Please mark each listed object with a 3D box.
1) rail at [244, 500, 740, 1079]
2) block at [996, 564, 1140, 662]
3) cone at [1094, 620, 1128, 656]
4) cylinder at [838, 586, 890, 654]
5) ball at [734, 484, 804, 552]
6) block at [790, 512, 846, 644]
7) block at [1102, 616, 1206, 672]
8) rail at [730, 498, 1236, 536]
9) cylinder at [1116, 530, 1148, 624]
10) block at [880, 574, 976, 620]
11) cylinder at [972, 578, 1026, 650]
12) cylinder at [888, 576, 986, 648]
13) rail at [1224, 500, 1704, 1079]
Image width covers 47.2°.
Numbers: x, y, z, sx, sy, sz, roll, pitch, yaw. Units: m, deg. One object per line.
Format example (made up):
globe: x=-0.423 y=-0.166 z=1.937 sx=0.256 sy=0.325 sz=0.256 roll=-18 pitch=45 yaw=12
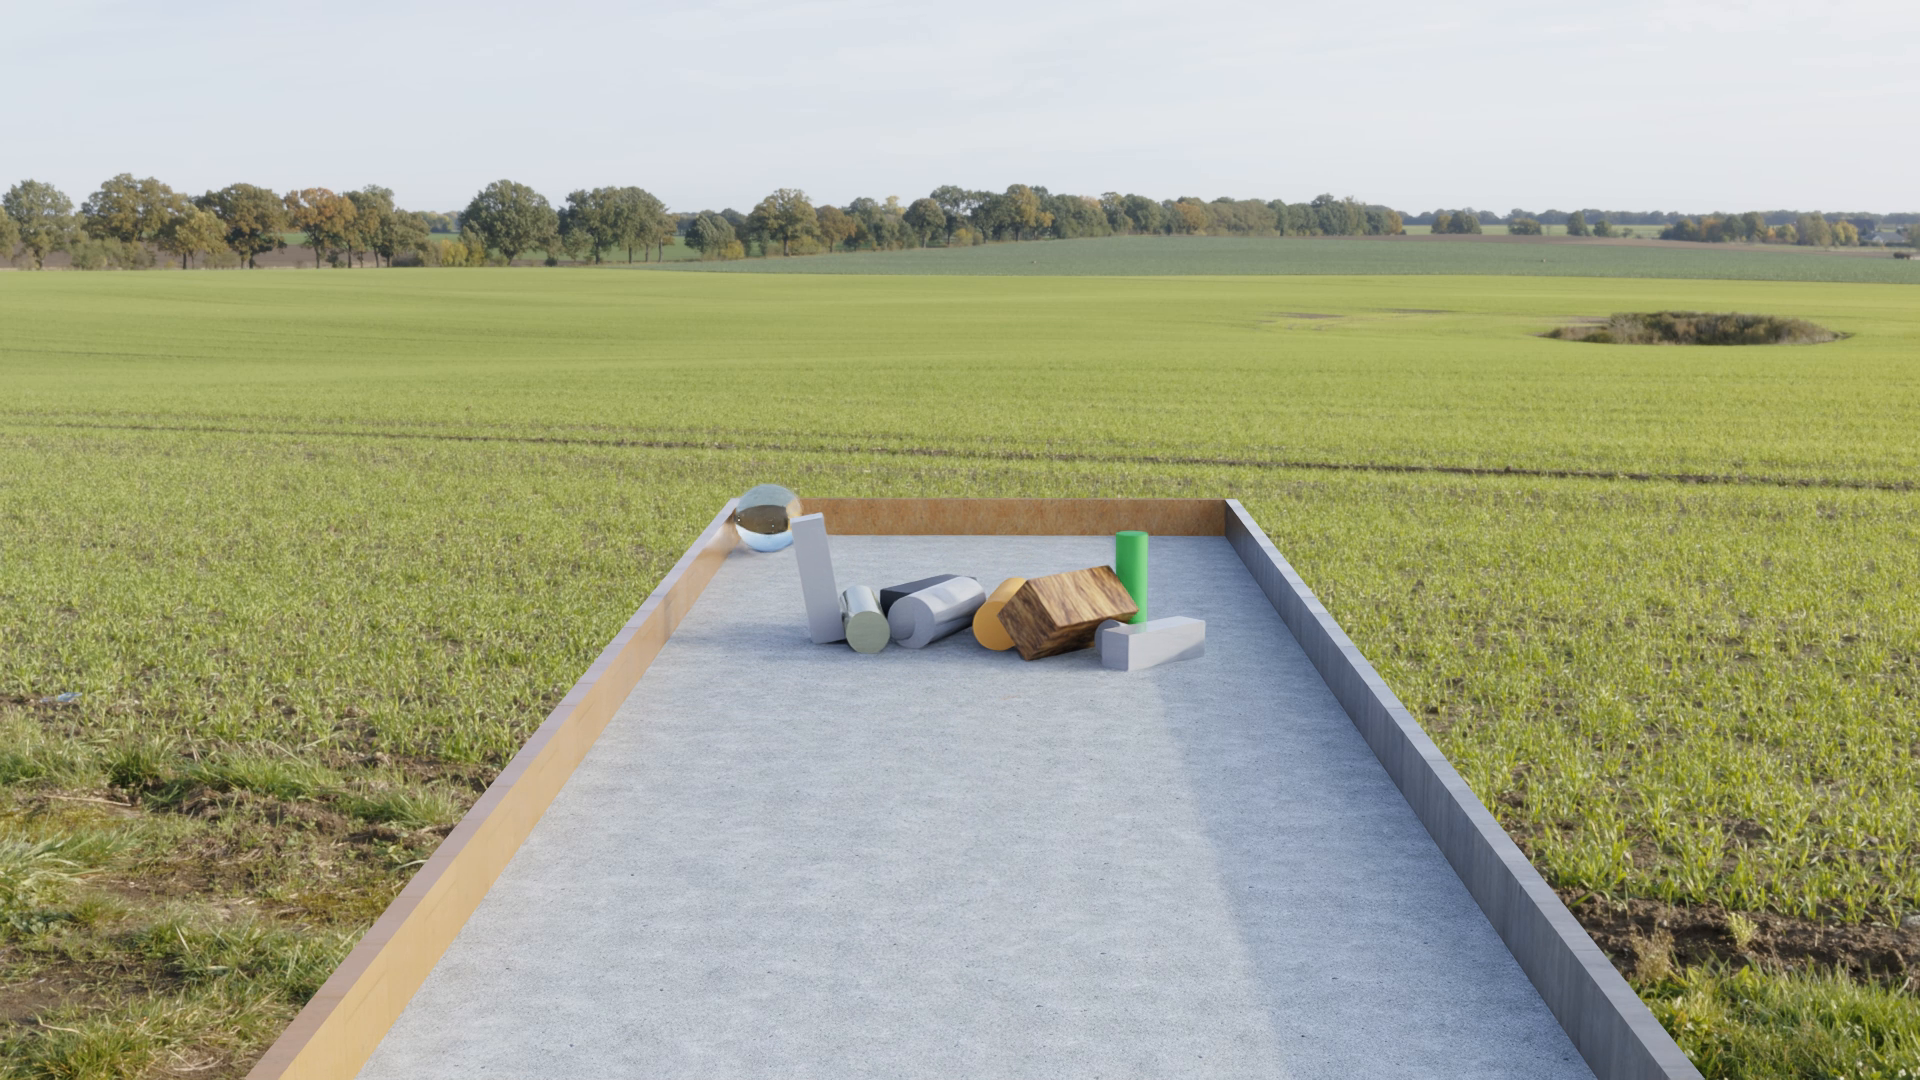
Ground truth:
rail: x=-1.004 y=0.839 z=3.234 sx=0.050 sy=0.150 sz=12.000 roll=0 pitch=9 yaw=1
block: x=0.335 y=0.224 z=6.785 sx=0.379 sy=0.180 sz=0.180 roll=-9 pitch=-32 yaw=-45
cone: x=0.585 y=0.313 z=6.841 sx=0.365 sy=0.122 sz=0.122 roll=4 pitch=3 yaw=-45
cylinder: x=-0.308 y=0.250 z=7.000 sx=0.136 sy=0.136 sz=0.451 roll=-1 pitch=9 yaw=-6
ball: x=-0.755 y=-0.085 z=8.687 sx=0.270 sy=0.270 sz=0.270 roll=0 pitch=9 yaw=0
block: x=-0.451 y=0.122 z=6.946 sx=0.104 sy=0.394 sz=0.104 roll=-11 pitch=10 yaw=-5
block: x=0.589 y=0.314 z=6.675 sx=0.334 sy=0.111 sz=0.111 roll=-8 pitch=12 yaw=-41
rail: x=0.099 y=-0.098 z=9.147 sx=2.100 sy=0.150 sz=0.050 roll=0 pitch=9 yaw=1
cylinder: x=0.539 y=0.153 z=6.919 sx=0.101 sy=0.352 sz=0.101 roll=0 pitch=9 yaw=0
block: x=-0.102 y=0.207 z=7.298 sx=0.128 sy=0.128 sz=0.365 roll=6 pitch=11 yaw=35
cylinder: x=0.153 y=0.233 z=7.038 sx=0.157 sy=0.157 sz=0.436 roll=2 pitch=9 yaw=10
cylinder: x=-0.070 y=0.229 z=7.026 sx=0.167 sy=0.167 sz=0.389 roll=4 pitch=10 yaw=25
rail: x=1.046 y=0.843 z=3.208 sx=0.050 sy=0.150 sz=12.000 roll=0 pitch=9 yaw=1
